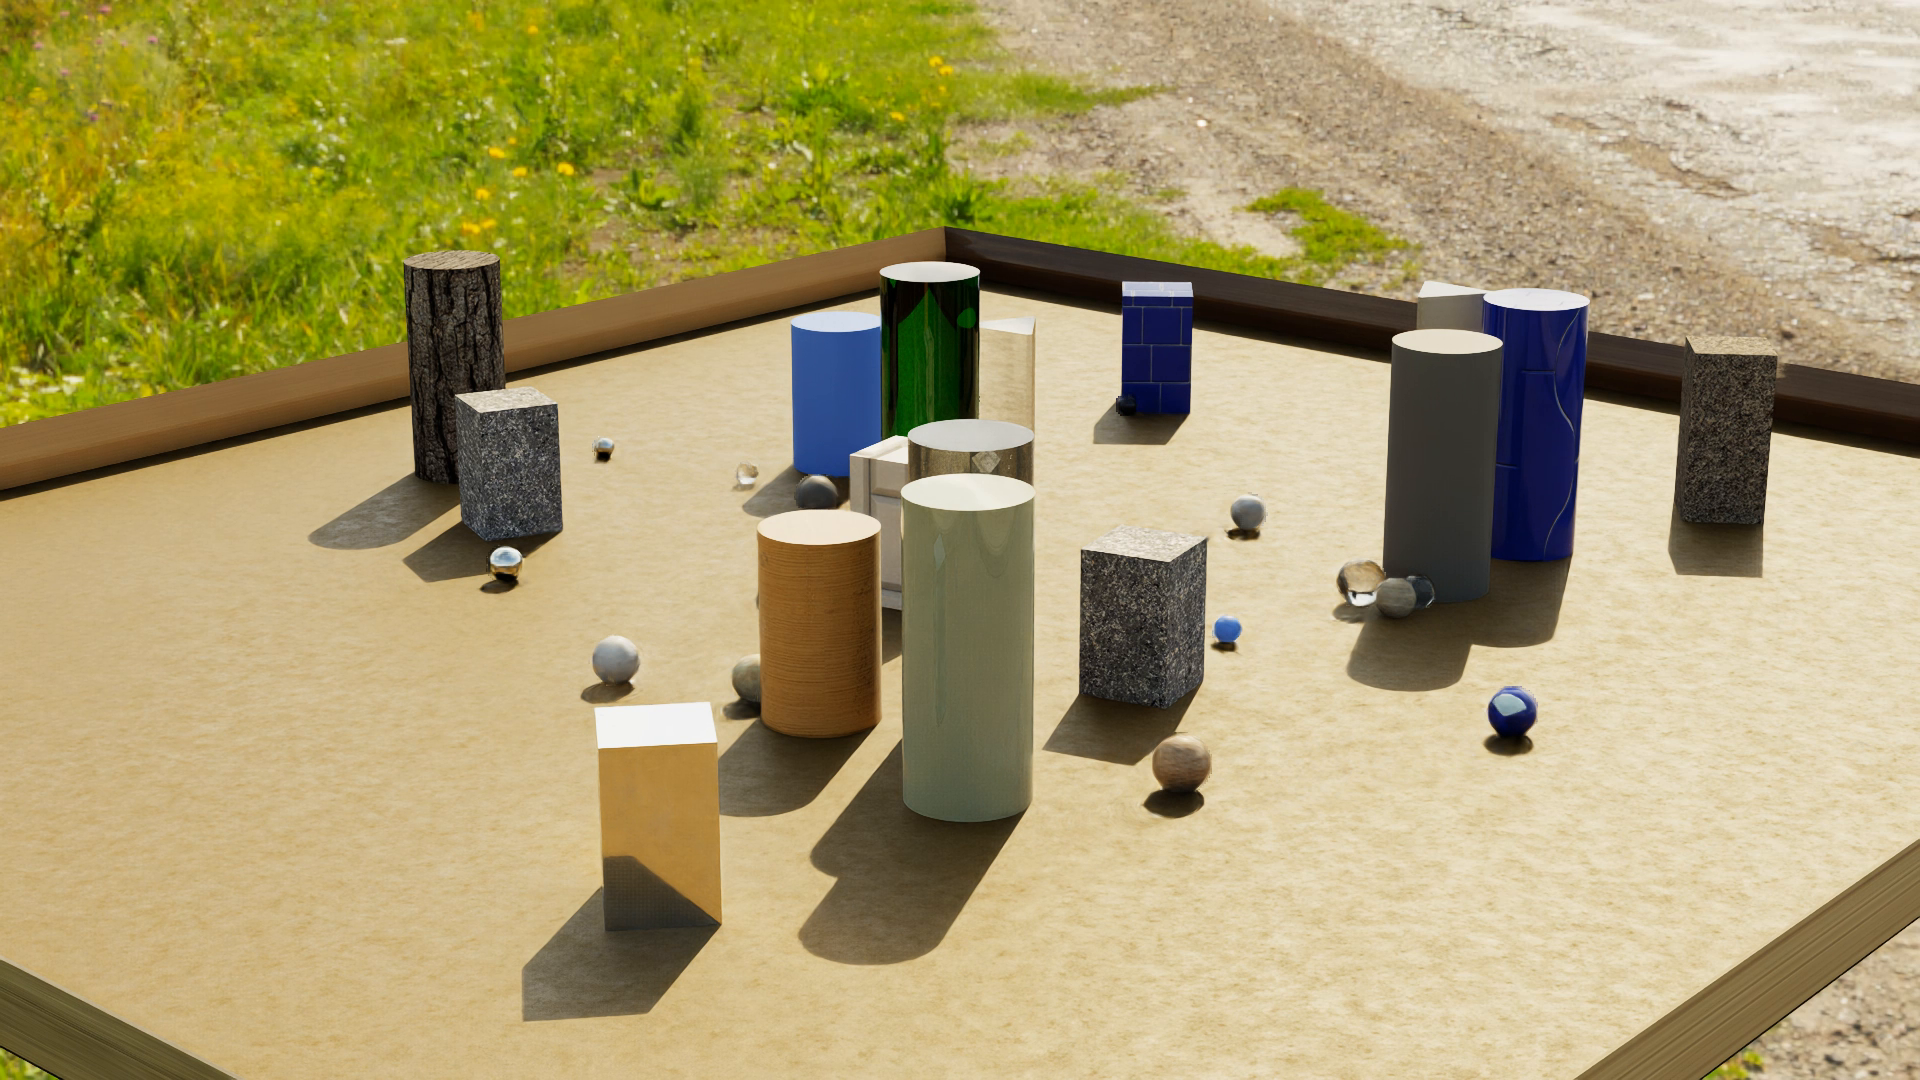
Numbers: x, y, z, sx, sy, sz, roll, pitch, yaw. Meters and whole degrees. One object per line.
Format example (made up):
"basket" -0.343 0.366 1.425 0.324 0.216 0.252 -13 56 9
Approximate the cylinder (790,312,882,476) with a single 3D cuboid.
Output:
"cylinder" -0.244 -0.295 5.899 0.188 0.296 0.188 0 17 0

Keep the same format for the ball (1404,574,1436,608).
"ball" 0.787 0.088 5.042 0.060 0.060 0.060 0 17 0

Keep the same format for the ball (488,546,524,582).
"ball" -0.803 0.042 5.187 0.063 0.063 0.063 0 17 0

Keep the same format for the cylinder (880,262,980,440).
"cylinder" -0.056 -0.279 5.555 0.188 0.466 0.188 0 17 0

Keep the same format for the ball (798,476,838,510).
"ball" -0.272 -0.084 5.583 0.077 0.077 0.077 0 17 0

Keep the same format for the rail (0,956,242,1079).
"rail" -1.341 0.477 3.643 3.702 0.122 0.045 14 22 39

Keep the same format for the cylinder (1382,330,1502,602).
"cylinder" 0.837 -0.130 5.103 0.188 0.442 0.188 0 17 0

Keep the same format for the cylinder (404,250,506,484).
"cylinder" -1.000 -0.345 5.831 0.188 0.432 0.188 0 17 0

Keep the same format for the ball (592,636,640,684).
"ball" -0.548 0.191 4.669 0.078 0.078 0.078 0 17 0

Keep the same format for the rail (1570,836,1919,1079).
"rail" 1.380 0.377 3.974 0.045 0.122 4.137 14 22 39

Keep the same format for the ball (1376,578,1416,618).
"ball" 0.743 0.098 4.994 0.069 0.069 0.069 0 17 0

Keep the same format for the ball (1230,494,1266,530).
"ball" 0.539 -0.052 5.494 0.066 0.066 0.066 0 17 0

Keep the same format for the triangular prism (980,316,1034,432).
"triangular prism" 0.110 -0.297 5.917 0.163 0.289 0.141 11 20 33

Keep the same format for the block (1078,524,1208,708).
"block" 0.289 0.119 4.628 0.150 0.240 0.150 9 19 26

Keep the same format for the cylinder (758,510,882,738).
"cylinder" -0.214 0.126 4.489 0.188 0.306 0.188 0 17 0

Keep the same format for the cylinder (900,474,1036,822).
"cylinder" 0.012 0.151 4.147 0.188 0.456 0.188 0 17 0

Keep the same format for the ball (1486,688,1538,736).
"ball" 0.837 0.261 4.443 0.075 0.075 0.075 0 17 0

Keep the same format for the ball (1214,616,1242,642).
"ball" 0.444 0.148 4.867 0.046 0.046 0.046 0 17 0

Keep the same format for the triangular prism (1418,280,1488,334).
"triangular prism" 0.974 -0.344 5.973 0.163 0.347 0.141 -5 18 -16

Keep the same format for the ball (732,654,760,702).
"ball" -0.321 0.216 4.593 0.074 0.074 0.074 0 17 0

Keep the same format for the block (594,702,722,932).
"block" -0.393 0.359 3.815 0.150 0.252 0.150 -2 17 -8

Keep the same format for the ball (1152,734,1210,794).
"ball" 0.318 0.322 4.224 0.084 0.084 0.084 0 17 0

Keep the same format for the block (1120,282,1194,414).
"block" 0.427 -0.419 6.378 0.150 0.257 0.150 1 17 3

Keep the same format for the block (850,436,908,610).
"block" -0.086 -0.028 5.074 0.150 0.262 0.150 10 19 29

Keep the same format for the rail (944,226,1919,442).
"rail" 1.341 -0.416 6.599 3.702 0.122 0.045 14 22 39

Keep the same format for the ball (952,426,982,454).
"ball" 0.015 -0.204 6.005 0.061 0.061 0.061 0 17 0

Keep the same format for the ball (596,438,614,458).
"ball" -0.726 -0.189 5.992 0.040 0.040 0.040 0 17 0

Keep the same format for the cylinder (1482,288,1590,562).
"cylinder" 1.034 -0.210 5.327 0.188 0.464 0.188 0 17 0

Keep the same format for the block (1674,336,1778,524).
"block" 1.452 -0.210 5.568 0.150 0.326 0.150 2 17 7

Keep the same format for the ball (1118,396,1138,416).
"ball" 0.362 -0.289 6.321 0.042 0.042 0.042 0 17 0

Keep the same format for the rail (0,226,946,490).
"rail" -1.380 -0.316 6.268 0.045 0.122 4.137 14 22 39

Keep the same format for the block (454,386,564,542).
"block" -0.844 -0.144 5.489 0.150 0.246 0.150 -8 19 -26

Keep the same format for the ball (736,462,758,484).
"ball" -0.422 -0.132 5.796 0.044 0.044 0.044 0 17 0

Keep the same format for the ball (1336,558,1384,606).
"ball" 0.691 0.072 5.053 0.083 0.083 0.083 0 17 0

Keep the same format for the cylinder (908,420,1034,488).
"cylinder" 0.016 0.068 4.403 0.188 0.467 0.188 0 17 0
